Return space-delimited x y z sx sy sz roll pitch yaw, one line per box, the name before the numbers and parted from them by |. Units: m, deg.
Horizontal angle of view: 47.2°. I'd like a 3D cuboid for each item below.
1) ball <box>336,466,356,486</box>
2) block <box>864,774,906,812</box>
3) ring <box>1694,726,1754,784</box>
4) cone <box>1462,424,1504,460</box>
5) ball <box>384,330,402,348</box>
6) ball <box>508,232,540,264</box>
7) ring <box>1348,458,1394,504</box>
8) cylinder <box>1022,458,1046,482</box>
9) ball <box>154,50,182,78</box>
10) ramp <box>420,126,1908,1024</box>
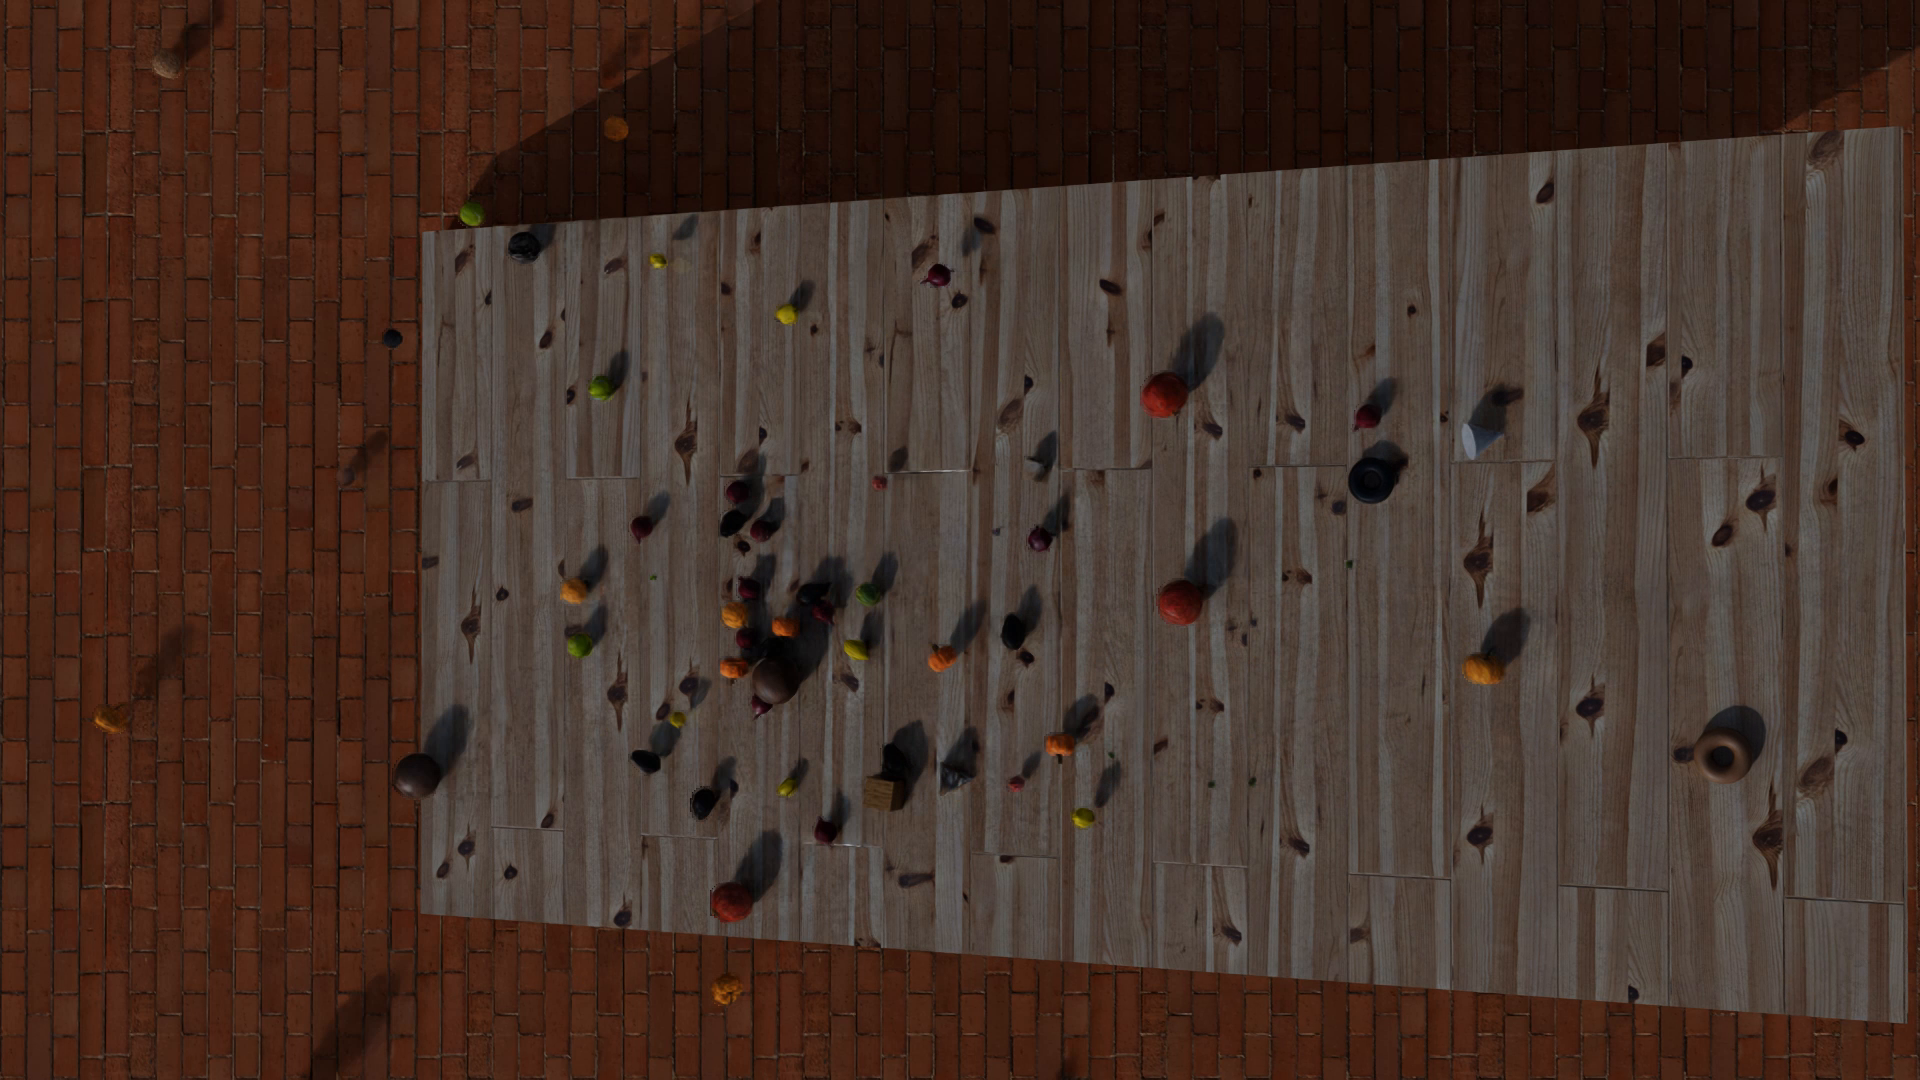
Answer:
ball | -1.820 -0.189 6.518 0.056 0.056 0.056 0 89 0
block | -0.199 0.669 5.819 0.080 0.080 0.080 9 93 23
ring | 1.743 0.492 5.023 0.131 0.044 0.131 0 90 24
cone | 1.255 -0.245 5.239 0.089 0.089 0.089 -13 89 -4
ball | -1.671 -0.593 6.475 0.052 0.052 0.052 0 89 0
ball | -1.243 -0.833 6.272 0.089 0.089 0.089 0 89 0
ring | 1.000 -0.144 5.347 0.115 0.038 0.115 -1 88 23
cylinder | 0.192 -0.181 5.679 0.051 0.051 0.051 13 97 0
ball | -2.352 -1.412 6.522 0.079 0.079 0.079 0 89 0
ramp | 0.283 0.085 5.721 4.000 0.100 2.000 0 89 23
